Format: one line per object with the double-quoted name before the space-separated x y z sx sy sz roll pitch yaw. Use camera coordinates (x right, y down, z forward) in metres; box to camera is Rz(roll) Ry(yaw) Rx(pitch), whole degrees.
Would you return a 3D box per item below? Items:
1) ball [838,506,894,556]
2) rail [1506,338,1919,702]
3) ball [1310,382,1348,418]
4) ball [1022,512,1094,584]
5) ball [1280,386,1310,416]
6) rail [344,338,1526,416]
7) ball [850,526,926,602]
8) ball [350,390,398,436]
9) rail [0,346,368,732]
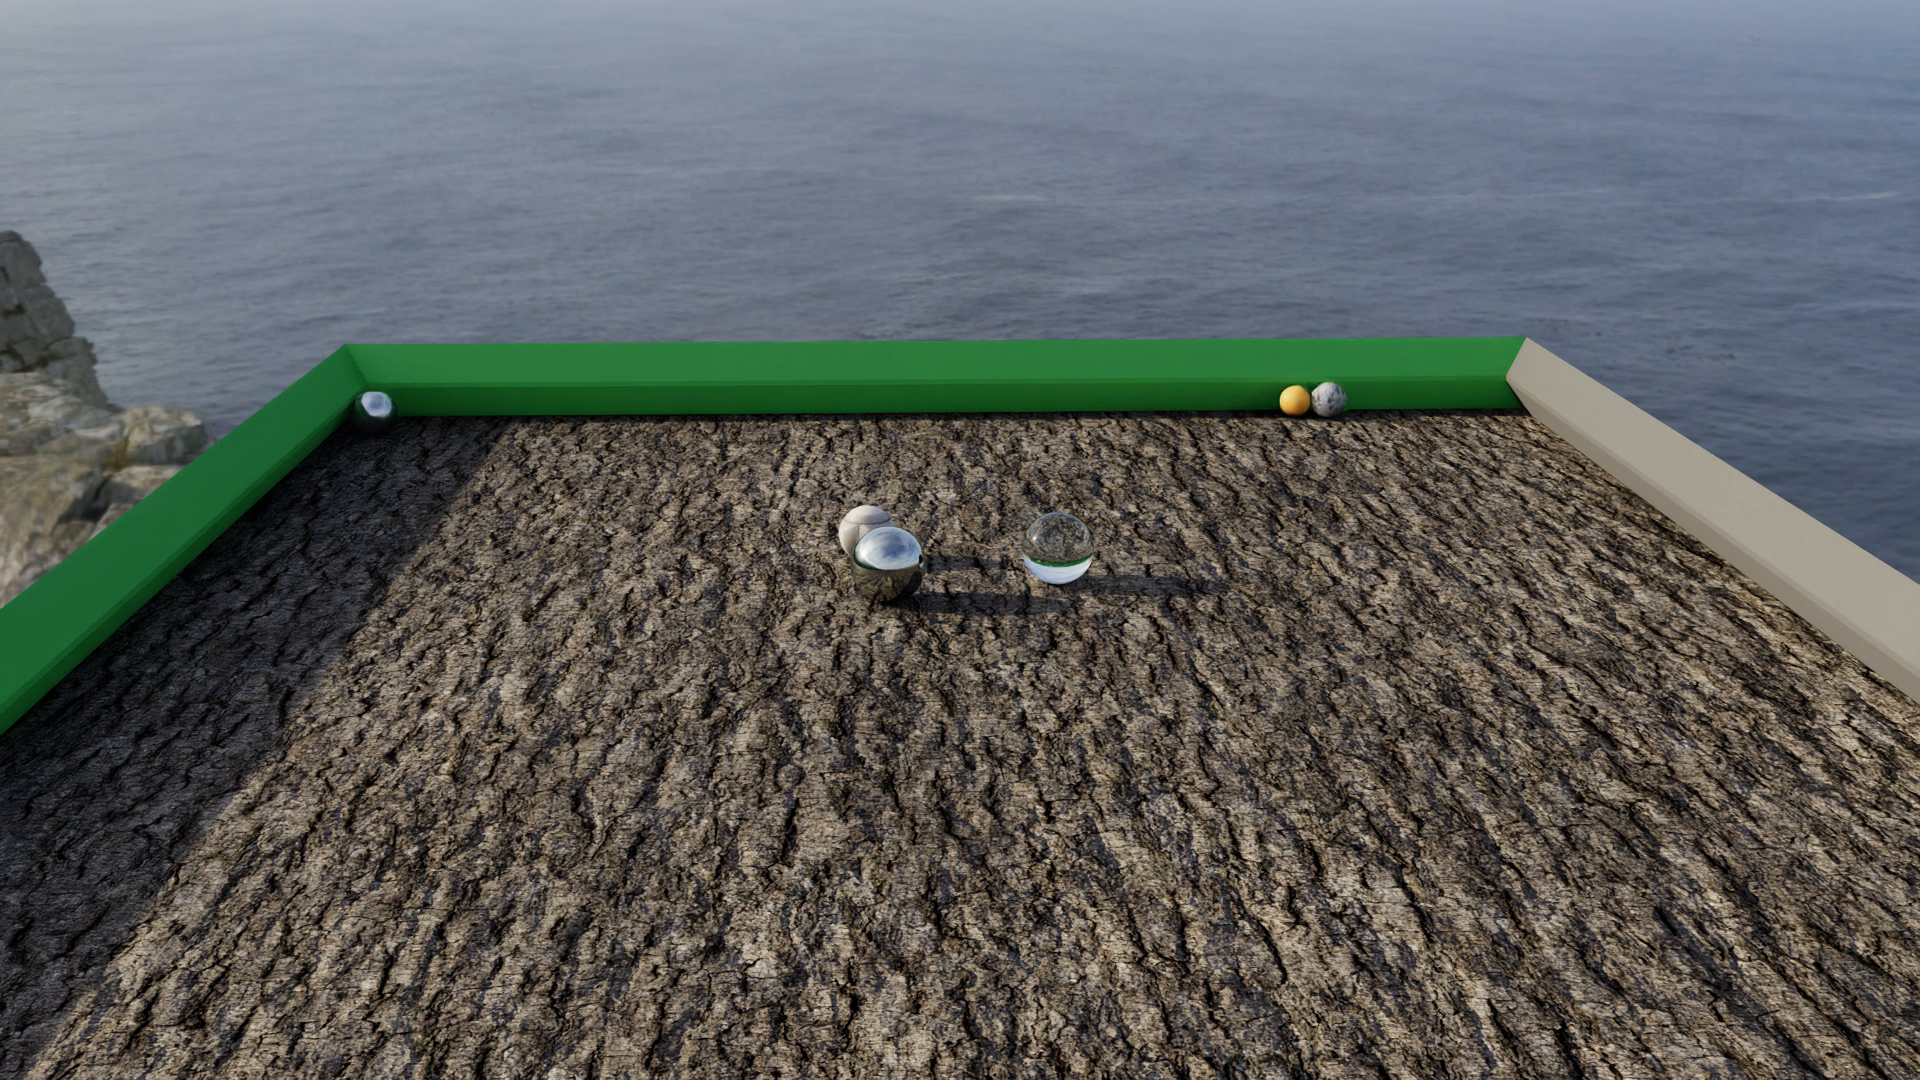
"ball" -0.121 -0.008 2.862 0.074 0.074 0.074 0 15 0
"rail" 1.012 0.222 1.935 0.045 0.122 3.822 -1 15 -2
"ball" 0.622 -0.236 3.709 0.061 0.061 0.061 0 15 0
"ball" 0.123 0.010 2.761 0.091 0.091 0.091 0 15 0
"ball" 0.566 -0.235 3.720 0.053 0.053 0.053 0 15 0
"rail" -0.032 -0.272 3.721 2.008 0.122 0.045 -1 15 -2
"ball" -0.087 0.030 2.686 0.094 0.094 0.094 0 15 0
"ball" -0.951 -0.205 3.571 0.075 0.075 0.075 0 15 0
"rail" -0.947 0.240 1.871 0.045 0.122 3.822 -1 15 -2
